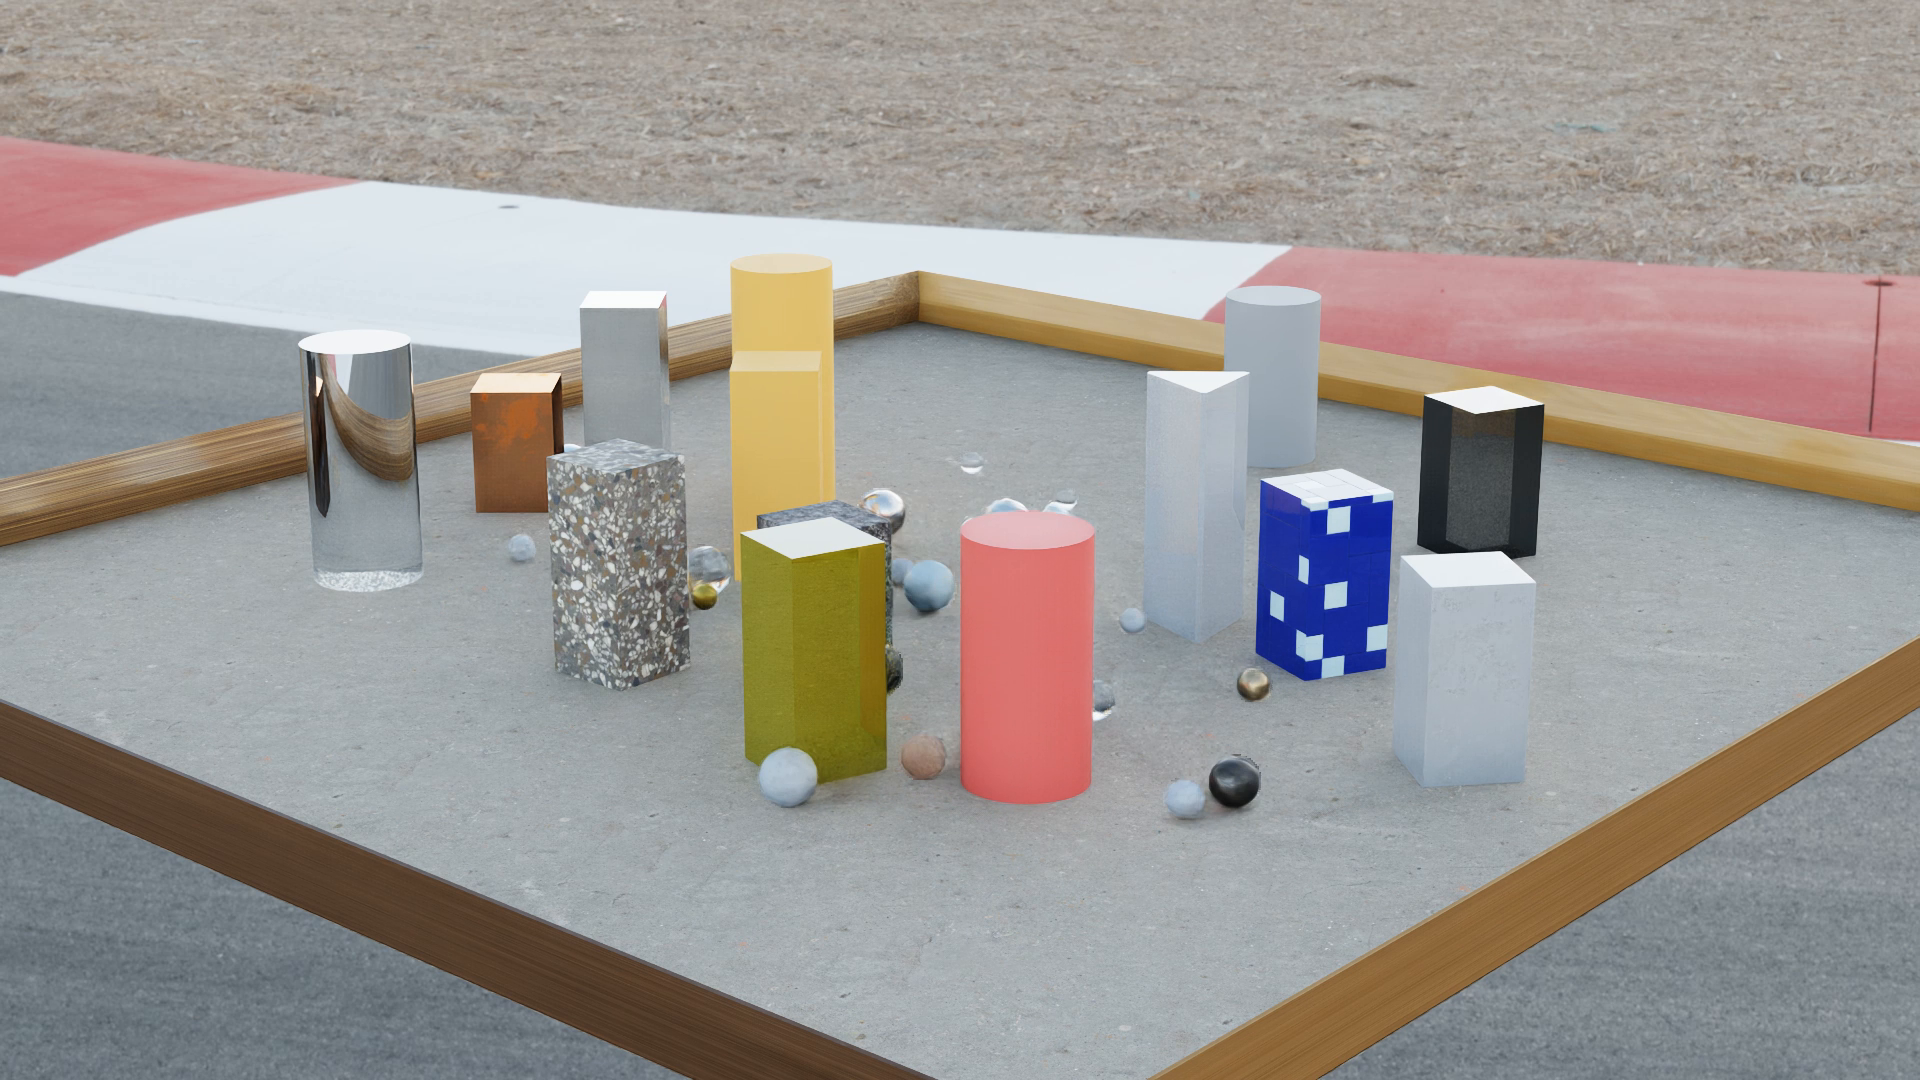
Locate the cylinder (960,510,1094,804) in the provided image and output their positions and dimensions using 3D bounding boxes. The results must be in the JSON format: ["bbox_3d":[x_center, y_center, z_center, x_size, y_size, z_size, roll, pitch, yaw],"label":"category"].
[{"bbox_3d":[0.096,0.168,4.229,0.192,0.381,0.192,0,17,0],"label":"cylinder"}]

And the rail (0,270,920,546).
[{"bbox_3d":[-1.127,-0.252,6.057,0.045,0.125,3.180,14,22,39],"label":"rail"}]

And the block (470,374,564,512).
[{"bbox_3d":[-0.851,-0.188,5.656,0.154,0.237,0.154,0,17,0],"label":"block"}]

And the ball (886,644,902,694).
[{"bbox_3d":[-0.137,0.203,4.613,0.090,0.090,0.090,0,17,0],"label":"ball"}]

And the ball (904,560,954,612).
[{"bbox_3d":[-0.053,0.079,5.030,0.088,0.088,0.088,0,17,0],"label":"ball"}]

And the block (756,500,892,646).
[{"bbox_3d":[-0.215,0.092,4.680,0.154,0.264,0.154,-12,21,-35],"label":"block"}]

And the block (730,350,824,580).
[{"bbox_3d":[-0.324,-0.133,5.223,0.154,0.382,0.154,0,17,0],"label":"block"}]

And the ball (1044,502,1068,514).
[{"bbox_3d":[0.180,-0.046,5.509,0.050,0.050,0.050,0,17,0],"label":"ball"}]

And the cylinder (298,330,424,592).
[{"bbox_3d":[-1.055,-0.142,5.174,0.192,0.427,0.192,0,17,0],"label":"cylinder"}]

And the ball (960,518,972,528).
[{"bbox_3d":[0.023,-0.017,5.418,0.046,0.046,0.046,0,17,0],"label":"ball"}]

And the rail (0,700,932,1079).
[{"bbox_3d":[-1.027,0.373,3.988,3.033,0.125,0.045,14,22,39],"label":"rail"}]

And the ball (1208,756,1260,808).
[{"bbox_3d":[0.391,0.345,4.176,0.073,0.073,0.073,0,17,0],"label":"ball"}]

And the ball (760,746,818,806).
[{"bbox_3d":[-0.244,0.337,4.182,0.084,0.084,0.084,0,17,0],"label":"ball"}]

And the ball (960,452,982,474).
[{"bbox_3d":[0.023,-0.155,5.878,0.045,0.045,0.045,0,17,0],"label":"ball"}]

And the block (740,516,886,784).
[{"bbox_3d":[-0.214,0.164,4.296,0.154,0.350,0.154,-10,20,-31],"label":"block"}]

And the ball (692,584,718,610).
[{"bbox_3d":[-0.439,0.097,5.043,0.045,0.045,0.045,0,17,0],"label":"ball"}]

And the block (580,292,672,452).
[{"bbox_3d":[-0.664,-0.305,5.841,0.154,0.355,0.154,0,17,1],"label":"block"}]

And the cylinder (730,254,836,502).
[{"bbox_3d":[-0.336,-0.291,5.577,0.192,0.479,0.192,0,17,0],"label":"cylinder"}]

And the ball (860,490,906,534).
[{"bbox_3d":[-0.145,-0.050,5.457,0.088,0.088,0.088,0,17,0],"label":"ball"}]

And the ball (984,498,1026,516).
[{"bbox_3d":[0.085,-0.032,5.395,0.089,0.089,0.089,0,17,0],"label":"ball"}]

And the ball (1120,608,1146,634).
[{"bbox_3d":[0.289,0.136,4.916,0.044,0.044,0.044,0,17,0],"label":"ball"}]

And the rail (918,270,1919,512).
[{"bbox_3d":[1.027,-0.311,6.253,3.033,0.125,0.045,14,22,39],"label":"rail"}]

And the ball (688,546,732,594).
[{"bbox_3d":[-0.443,0.055,5.109,0.088,0.088,0.088,0,17,0],"label":"ball"}]

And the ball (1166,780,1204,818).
[{"bbox_3d":[0.317,0.366,4.138,0.055,0.055,0.055,0,17,0],"label":"ball"}]

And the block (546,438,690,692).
[{"bbox_3d":[-0.546,0.038,4.700,0.154,0.358,0.154,14,22,38],"label":"block"}]

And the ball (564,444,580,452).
[{"bbox_3d":[-0.776,-0.157,5.844,0.069,0.069,0.069,0,17,0],"label":"ball"}]

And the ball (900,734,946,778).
[{"bbox_3d":[-0.053,0.316,4.283,0.067,0.067,0.067,0,17,0],"label":"ball"}]

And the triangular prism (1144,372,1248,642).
[{"bbox_3d":[0.376,-0.065,4.917,0.144,0.428,0.166,10,19,29],"label":"triangular prism"}]

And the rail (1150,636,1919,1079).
[{"bbox_3d":[1.127,0.314,4.183,0.045,0.125,3.180,14,22,39],"label":"rail"}]

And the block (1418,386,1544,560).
[{"bbox_3d":[0.947,-0.118,5.342,0.154,0.284,0.154,-8,19,-26],"label":"block"}]

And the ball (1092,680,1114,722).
[{"bbox_3d":[0.206,0.247,4.513,0.065,0.065,0.065,0,17,0],"label":"ball"}]

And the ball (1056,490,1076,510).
[{"bbox_3d":[0.204,-0.077,5.627,0.041,0.041,0.041,0,17,0],"label":"ball"}]

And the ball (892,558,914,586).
[{"bbox_3d":[-0.103,0.055,5.176,0.048,0.048,0.048,0,17,0],"label":"ball"}]

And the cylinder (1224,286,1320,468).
[{"bbox_3d":[0.633,-0.334,5.971,0.192,0.334,0.192,0,17,0],"label":"cylinder"}]

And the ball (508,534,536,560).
[{"bbox_3d":[-0.794,0.013,5.317,0.048,0.048,0.048,0,17,0],"label":"ball"}]

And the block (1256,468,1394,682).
[{"bbox_3d":[0.589,0.055,4.749,0.154,0.296,0.154,-8,18,-24],"label":"block"}]

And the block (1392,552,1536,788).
[{"bbox_3d":[0.735,0.188,4.292,0.154,0.305,0.154,-3,17,-8],"label":"block"}]

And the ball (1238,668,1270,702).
[{"bbox_3d":[0.461,0.227,4.601,0.052,0.052,0.052,0,17,0],"label":"ball"}]
